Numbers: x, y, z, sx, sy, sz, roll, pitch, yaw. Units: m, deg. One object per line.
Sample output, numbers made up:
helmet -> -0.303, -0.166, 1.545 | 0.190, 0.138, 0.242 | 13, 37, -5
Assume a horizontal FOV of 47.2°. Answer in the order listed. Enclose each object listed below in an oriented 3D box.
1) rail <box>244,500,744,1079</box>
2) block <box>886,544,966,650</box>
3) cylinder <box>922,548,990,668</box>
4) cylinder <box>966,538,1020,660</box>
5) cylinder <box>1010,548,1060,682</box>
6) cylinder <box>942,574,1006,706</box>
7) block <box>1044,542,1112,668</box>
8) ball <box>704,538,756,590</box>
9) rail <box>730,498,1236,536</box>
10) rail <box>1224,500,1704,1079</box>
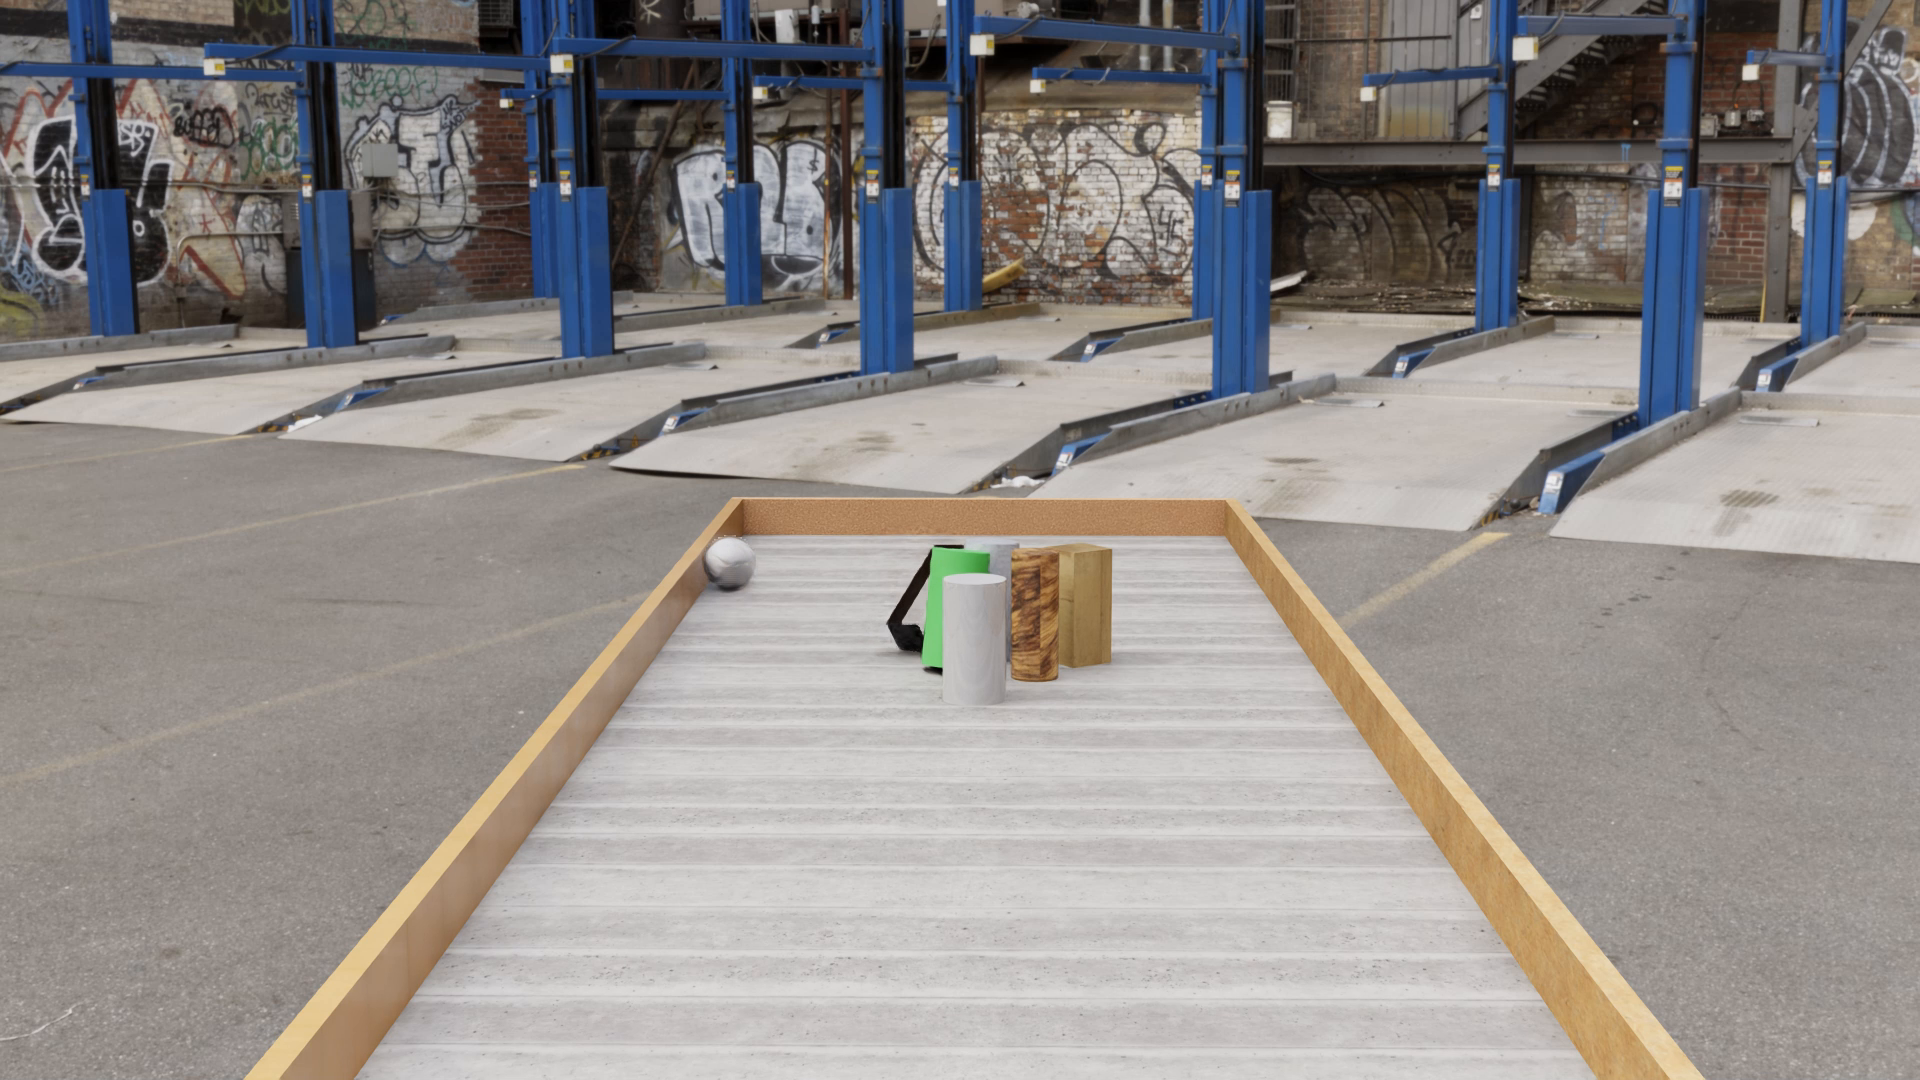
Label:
rail -> -1.004, 0.839, 3.234 | 0.050, 0.150, 12.000 | 0, 9, 1
block -> -0.085, 0.178, 6.897 | 0.117, 0.117, 0.359 | 2, 44, 32
cylinder -> -0.013, 0.203, 6.552 | 0.174, 0.346, 0.174 | 5, 2, 0
cylinder -> 0.090, 0.180, 6.704 | 0.165, 0.356, 0.165 | 3, 6, 0
cylinder -> 0.220, 0.218, 6.440 | 0.140, 0.374, 0.140 | 0, 9, 0
cylinder -> 0.040, 0.278, 6.163 | 0.179, 0.343, 0.179 | 0, 9, 0
block -> 0.357, 0.196, 6.660 | 0.145, 0.349, 0.145 | -6, 11, -34
ball -> -0.825, 0.084, 7.888 | 0.185, 0.185, 0.185 | 0, 9, 0
rail -> 0.099, -0.098, 9.147 | 2.100, 0.150, 0.050 | 0, 9, 1
rail -> 1.046, 0.843, 3.208 | 0.050, 0.150, 12.000 | 0, 9, 1
